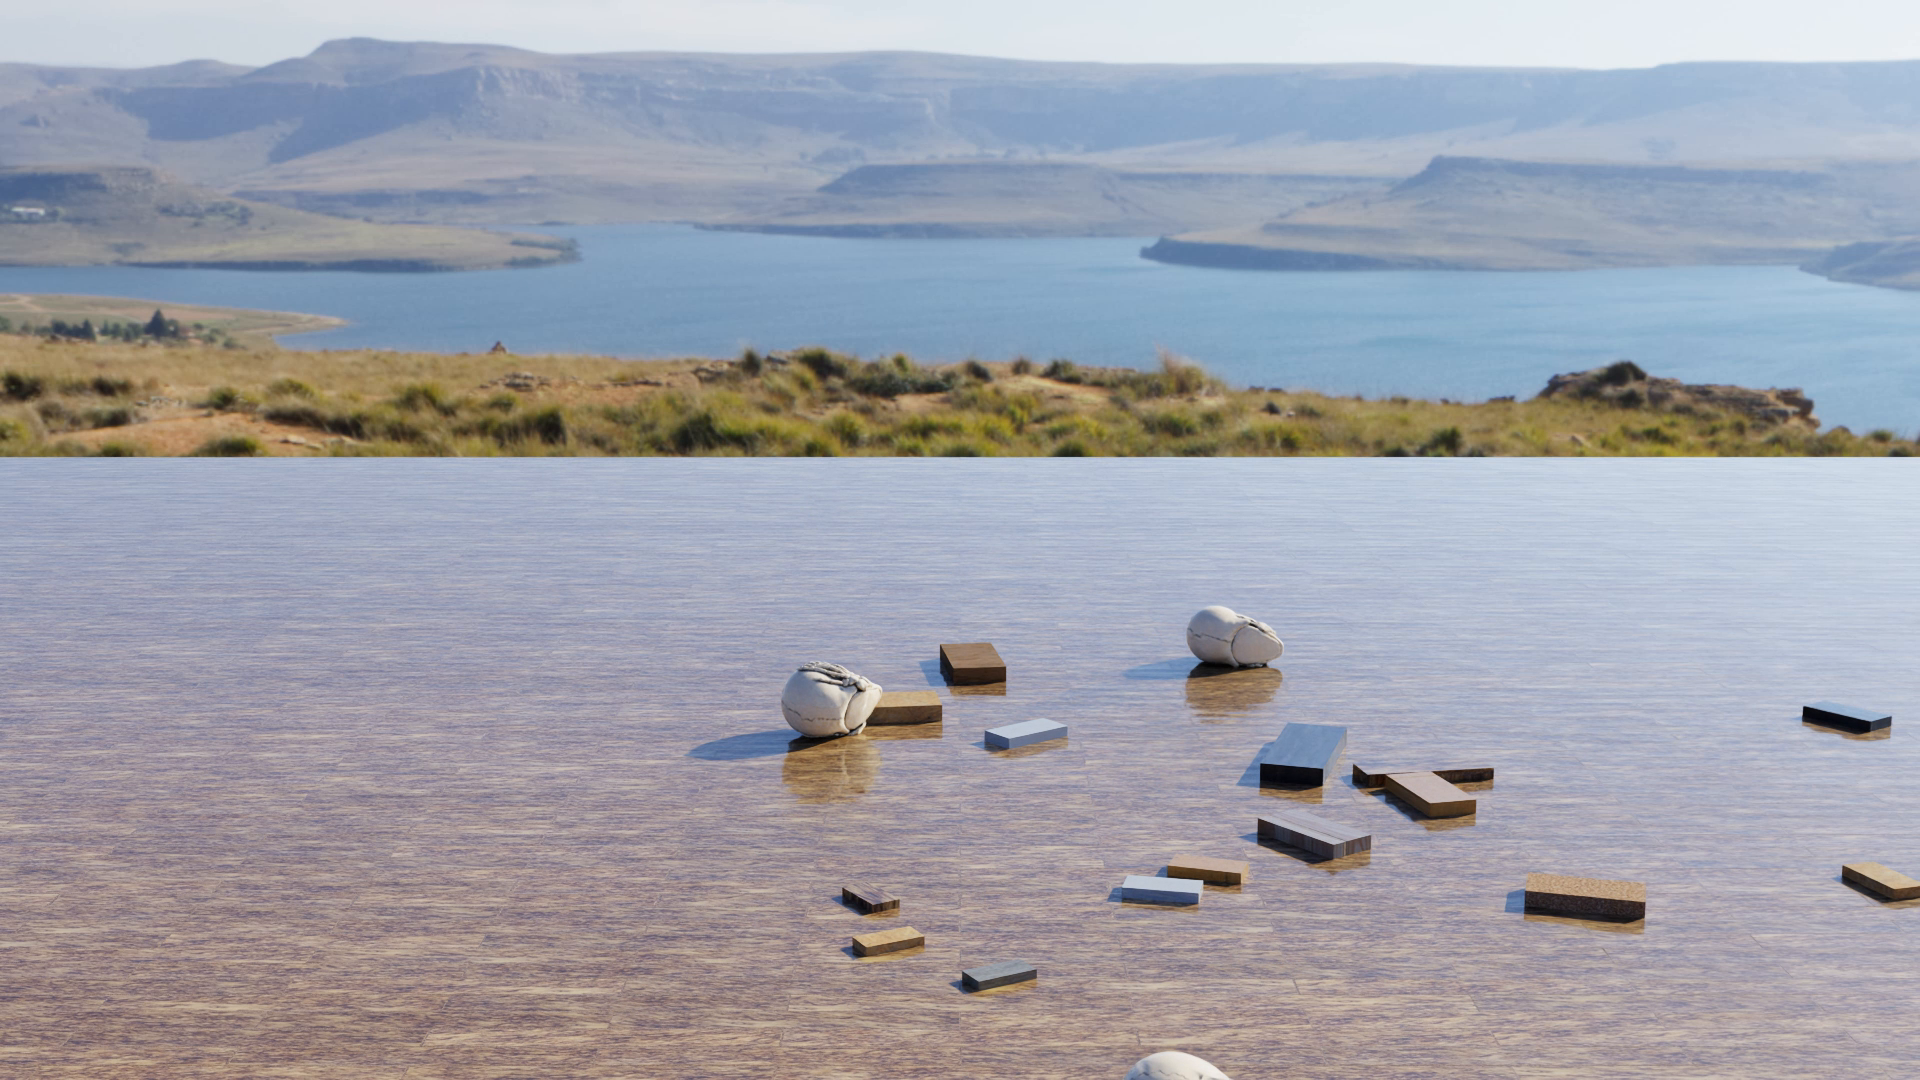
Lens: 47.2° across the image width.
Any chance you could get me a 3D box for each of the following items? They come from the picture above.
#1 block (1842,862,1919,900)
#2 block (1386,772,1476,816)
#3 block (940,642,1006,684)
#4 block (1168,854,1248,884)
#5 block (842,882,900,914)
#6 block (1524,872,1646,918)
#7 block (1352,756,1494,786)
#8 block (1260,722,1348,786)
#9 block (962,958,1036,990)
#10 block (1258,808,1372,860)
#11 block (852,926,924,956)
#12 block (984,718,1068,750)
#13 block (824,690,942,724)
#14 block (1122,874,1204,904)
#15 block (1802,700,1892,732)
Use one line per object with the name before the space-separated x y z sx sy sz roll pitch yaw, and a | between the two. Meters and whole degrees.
block | 1.557 0.574 3.708 0.064 0.018 0.128 -3 11 -17
block | 0.893 0.482 4.178 0.095 0.027 0.189 -3 11 -14
block | 0.029 0.289 5.195 0.123 0.035 0.247 -1 11 -8
block | 0.425 0.563 3.766 0.128 0.018 0.064 4 11 19
block | -0.147 0.590 3.631 0.050 0.014 0.101 -7 12 -32
block | 1.031 0.585 3.625 0.189 0.027 0.094 3 11 17
block | 0.912 0.455 4.333 0.261 0.023 0.080 -2 11 -10
block | 0.695 0.430 4.435 0.123 0.035 0.316 3 11 18
block | 0.059 0.652 3.298 0.101 0.014 0.050 -6 12 -29
block | 0.634 0.526 3.941 0.095 0.027 0.189 -8 13 -36
block | -0.112 0.626 3.435 0.101 0.014 0.050 -6 12 -28
block | 0.139 0.405 4.604 0.160 0.023 0.080 -8 13 -37
block | -0.168 0.365 4.787 0.247 0.035 0.123 -1 11 -7
block | 0.338 0.582 3.664 0.128 0.018 0.064 2 11 13
block | 1.912 0.379 4.741 0.080 0.023 0.160 -8 13 -35
